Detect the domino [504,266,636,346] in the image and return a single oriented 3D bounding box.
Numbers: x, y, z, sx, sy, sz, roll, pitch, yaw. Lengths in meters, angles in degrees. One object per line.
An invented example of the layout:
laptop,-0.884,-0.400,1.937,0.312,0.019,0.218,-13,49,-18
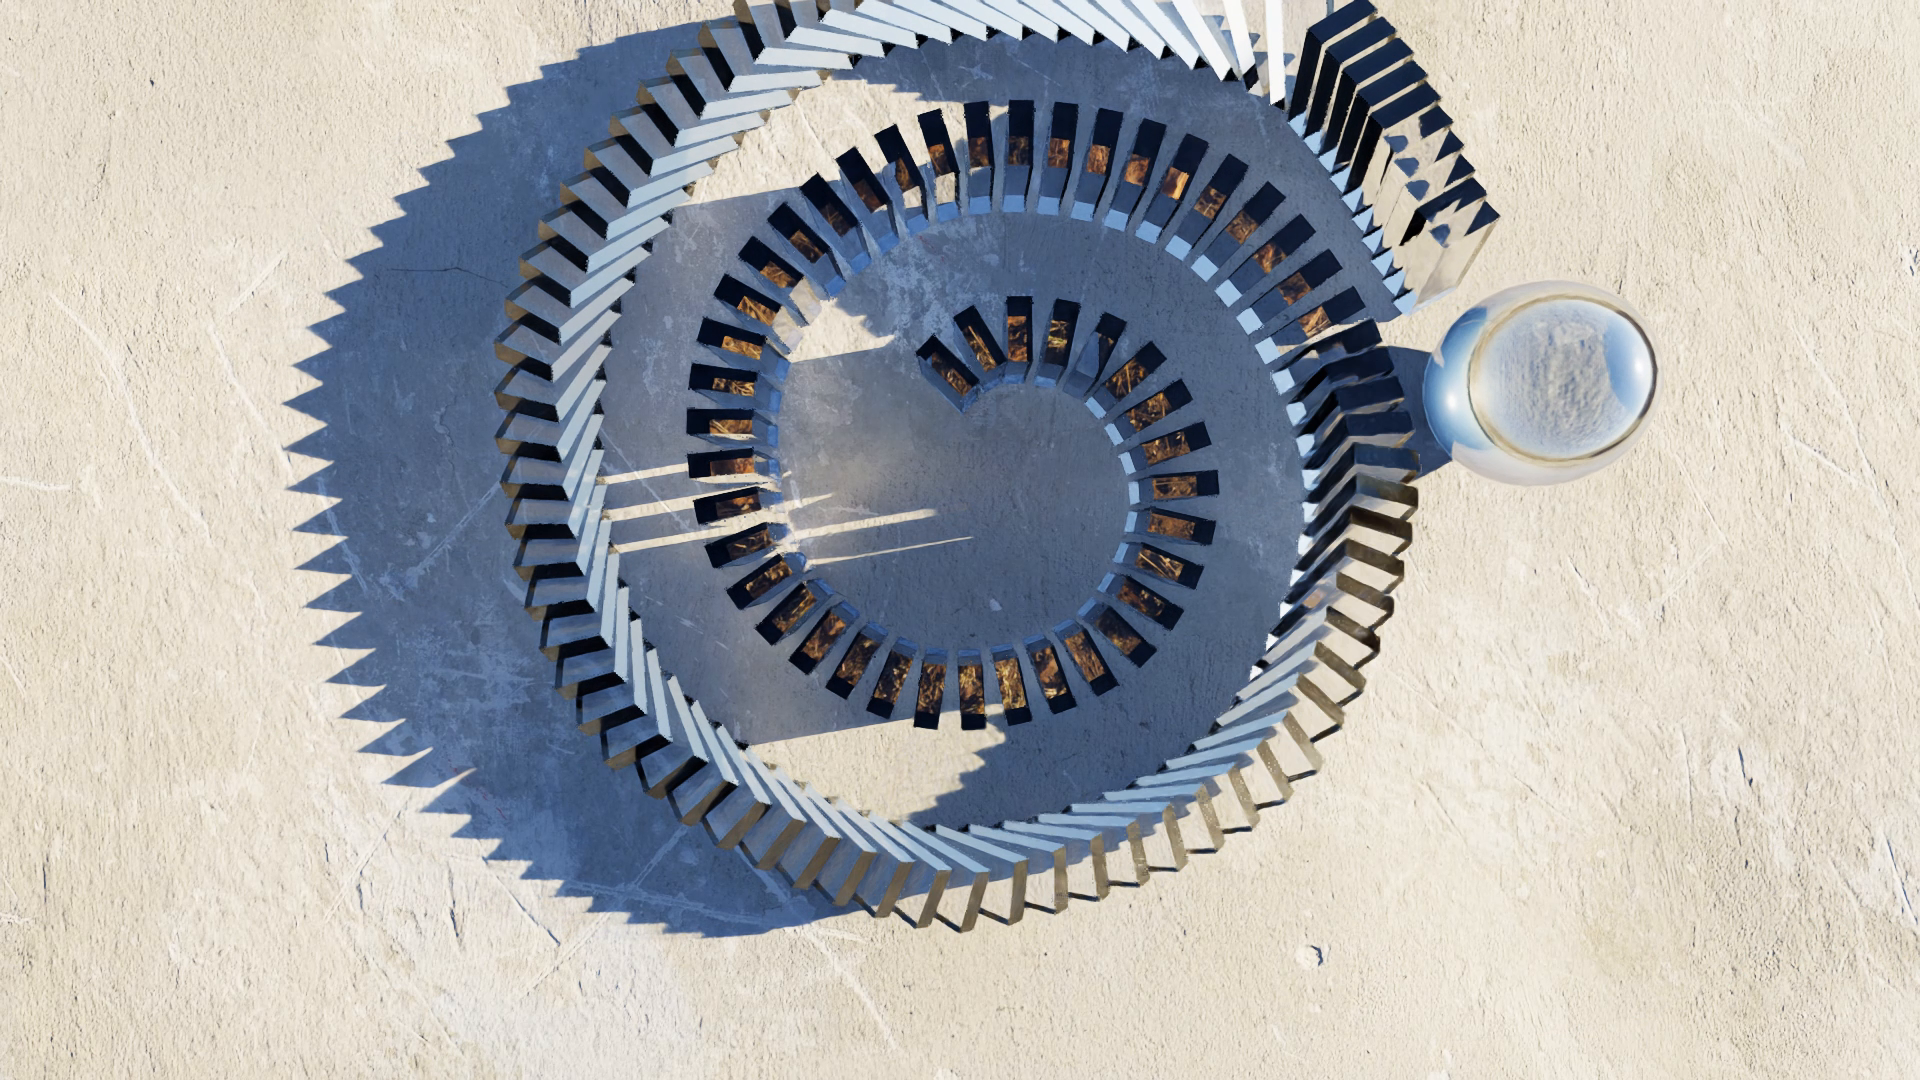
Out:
domino,-0.161,-0.104,0.380,0.025,0.009,0.050,29,51,0

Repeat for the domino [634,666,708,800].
domino,-0.124,0.079,0.380,0.025,0.009,0.050,-38,50,0

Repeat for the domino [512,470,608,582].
domino,-0.165,-0.007,0.381,0.025,0.009,0.050,-5,51,0

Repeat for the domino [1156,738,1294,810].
domino,0.109,0.100,0.380,0.050,0.010,0.025,-29,90,43

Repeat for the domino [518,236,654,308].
domino,-0.154,-0.118,0.380,0.025,0.009,0.050,34,51,0

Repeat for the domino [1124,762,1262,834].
domino,0.096,0.109,0.380,0.050,0.009,0.025,-24,90,42

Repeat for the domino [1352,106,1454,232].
domino,0.180,-0.150,0.375,0.025,0.050,0.010,-29,70,0

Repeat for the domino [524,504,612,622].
domino,-0.162,0.009,0.381,0.025,0.010,0.050,-8,51,0

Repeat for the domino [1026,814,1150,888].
domino,0.052,0.128,0.380,0.050,0.009,0.025,-12,90,40

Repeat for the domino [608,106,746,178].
domino,-0.117,-0.170,0.381,0.025,0.010,0.050,49,51,0

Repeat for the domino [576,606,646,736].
domino,-0.145,0.054,0.380,0.025,0.010,0.050,-21,50,1

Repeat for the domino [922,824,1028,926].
domino,0.004,0.138,0.380,0.050,0.010,0.025,6,90,40

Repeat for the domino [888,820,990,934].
domino,-0.012,0.139,0.380,0.050,0.009,0.025,16,91,40

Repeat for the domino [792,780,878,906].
domino,-0.059,0.125,0.380,0.050,0.009,0.025,31,90,39

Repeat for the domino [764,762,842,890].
domino,-0.073,0.118,0.381,0.050,0.010,0.025,34,90,39

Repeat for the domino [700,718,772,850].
domino,-0.100,0.101,0.381,0.025,0.010,0.050,-47,51,0

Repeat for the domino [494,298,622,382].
domino,-0.166,-0.088,0.380,0.025,0.010,0.050,24,50,0

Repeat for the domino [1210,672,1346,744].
domino,0.130,0.076,0.379,0.025,0.009,0.050,42,134,0

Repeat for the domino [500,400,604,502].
domino,-0.168,-0.039,0.381,0.025,0.010,0.050,3,51,0

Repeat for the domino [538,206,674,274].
domino,-0.146,-0.132,0.381,0.025,0.009,0.050,38,51,0

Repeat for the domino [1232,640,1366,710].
domino,0.139,0.064,0.379,0.025,0.050,0.010,38,46,0

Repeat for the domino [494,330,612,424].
domino,-0.168,-0.071,0.380,0.025,0.010,0.050,14,50,0

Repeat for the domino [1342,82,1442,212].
domino,0.175,-0.159,0.375,0.025,0.050,0.010,-29,70,0

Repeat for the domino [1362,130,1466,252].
domino,0.184,-0.141,0.375,0.025,0.050,0.010,-30,70,0

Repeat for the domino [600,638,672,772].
domino,-0.137,0.067,0.380,0.025,0.010,0.050,-27,50,0

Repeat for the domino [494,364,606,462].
domino,-0.169,-0.055,0.381,0.025,0.009,0.050,9,51,0

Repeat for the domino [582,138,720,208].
domino,-0.127,-0.158,0.381,0.025,0.009,0.050,45,51,0

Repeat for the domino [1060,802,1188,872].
domino,0.067,0.123,0.380,0.050,0.009,0.025,-16,90,40

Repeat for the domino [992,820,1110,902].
domino,0.037,0.133,0.380,0.050,0.009,0.025,-8,90,40

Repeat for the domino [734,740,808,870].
domino,-0.087,0.110,0.381,0.050,0.010,0.025,38,90,39

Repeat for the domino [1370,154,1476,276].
domino,0.188,-0.132,0.375,0.025,0.050,0.010,-29,70,0

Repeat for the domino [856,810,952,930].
domino,-0.028,0.136,0.380,0.050,0.010,0.025,22,91,40

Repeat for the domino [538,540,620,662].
domino,-0.157,0.024,0.380,0.025,0.009,0.050,-13,51,0

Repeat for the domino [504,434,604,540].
domino,-0.167,-0.023,0.381,0.025,0.009,0.050,-1,51,0

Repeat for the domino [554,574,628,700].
domino,-0.152,0.040,0.380,0.025,0.010,0.050,-17,50,1

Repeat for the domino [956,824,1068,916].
domino,0.021,0.136,0.380,0.050,0.009,0.025,-2,90,40

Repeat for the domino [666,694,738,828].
domino,-0.113,0.091,0.380,0.025,0.010,0.050,-42,51,0

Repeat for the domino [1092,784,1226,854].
domino,0.082,0.117,0.380,0.050,0.010,0.025,-20,90,41

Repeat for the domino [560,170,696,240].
domino,-0.137,-0.145,0.381,0.025,0.010,0.050,41,51,0

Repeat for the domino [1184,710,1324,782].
domino,0.121,0.090,0.379,0.050,0.010,0.025,-35,90,43

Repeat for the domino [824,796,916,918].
domino,-0.043,0.131,0.380,0.050,0.009,0.025,26,91,40
